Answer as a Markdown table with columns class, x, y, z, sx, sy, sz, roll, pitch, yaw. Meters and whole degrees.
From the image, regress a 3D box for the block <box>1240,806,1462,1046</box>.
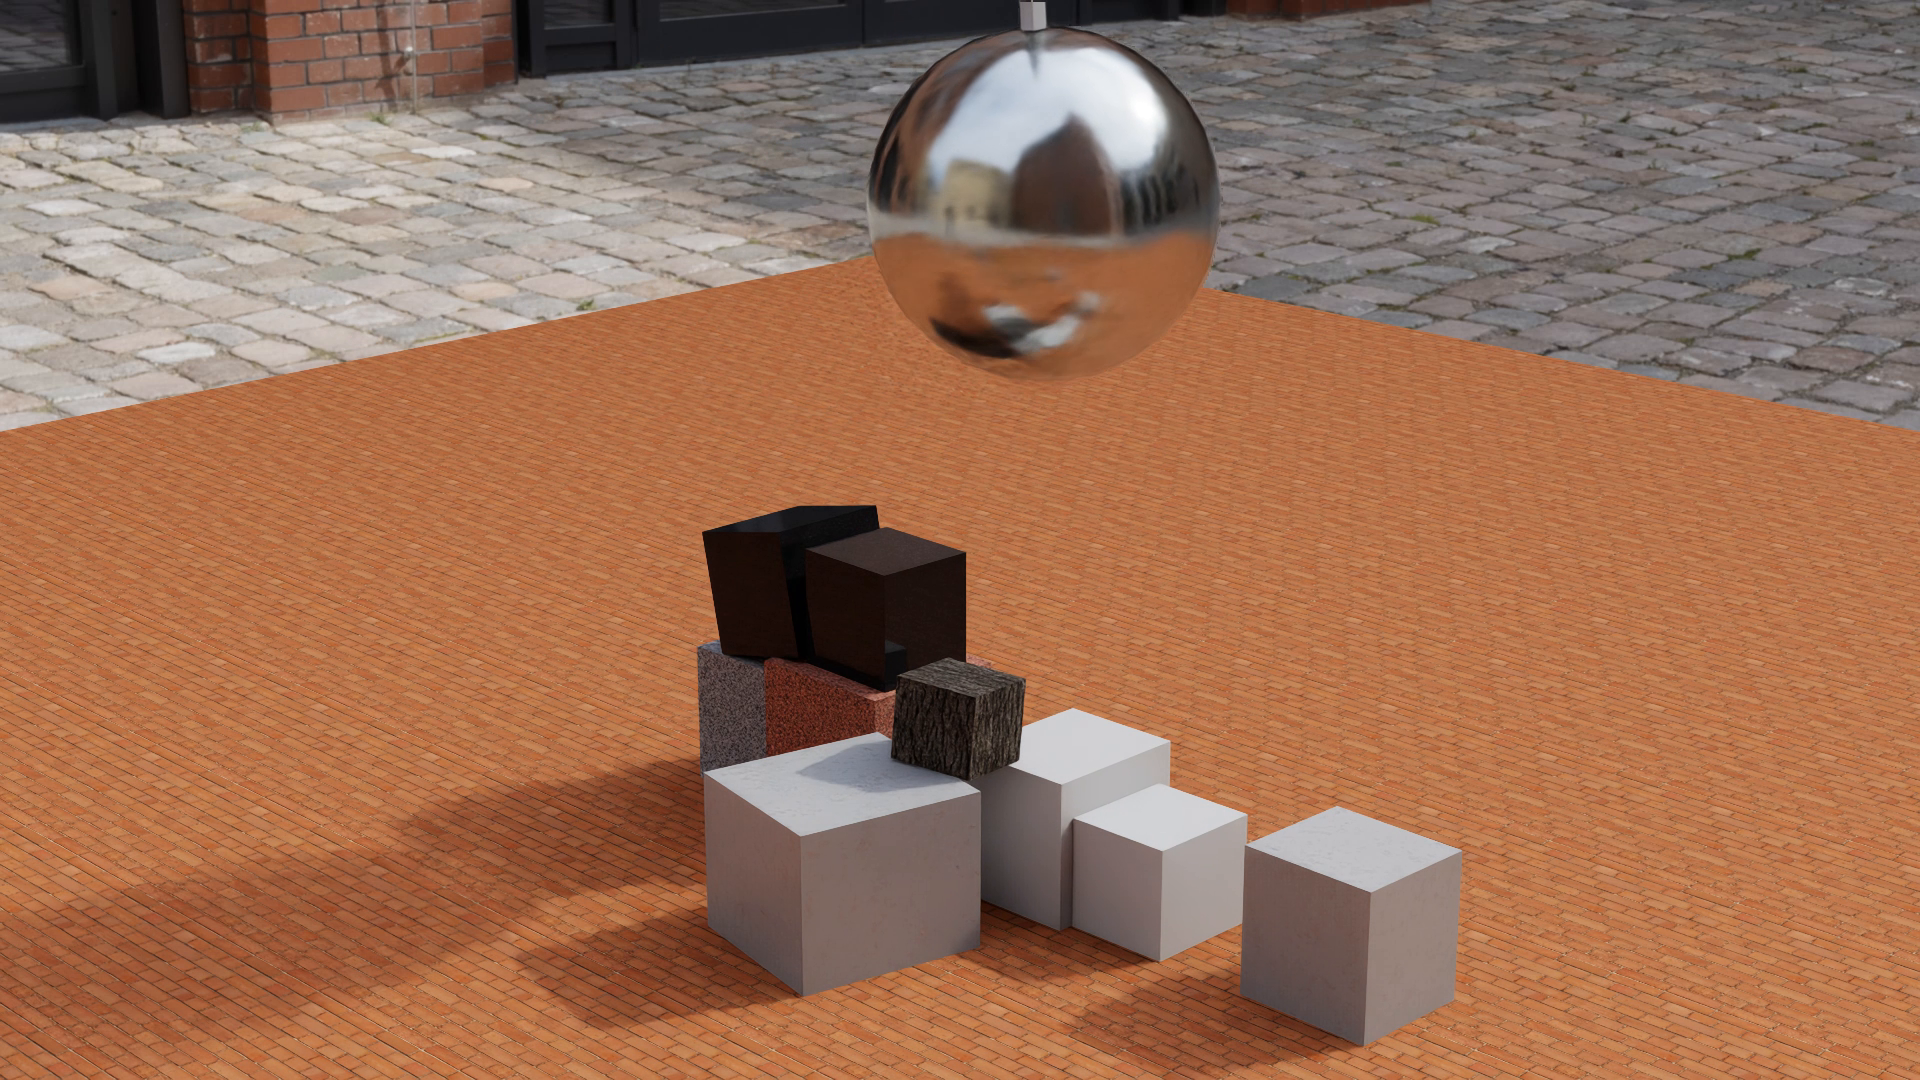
| class | x | y | z | sx | sy | sz | roll | pitch | yaw |
| --- | --- | --- | --- | --- | --- | --- | --- | --- | --- |
| block | 1.618 | 1.589 | 12.159 | 0.600 | 0.678 | 0.658 | -16 | 24 | -41 |

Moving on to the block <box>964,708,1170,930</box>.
| class | x | y | z | sx | sy | sz | roll | pitch | yaw |
| --- | --- | --- | --- | --- | --- | --- | --- | --- | --- |
| block | 0.480 | 1.248 | 13.219 | 0.595 | 0.693 | 0.723 | 16 | 24 | 42 |

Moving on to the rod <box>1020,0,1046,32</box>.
| class | x | y | z | sx | sy | sz | roll | pitch | yaw |
| --- | --- | --- | --- | --- | --- | --- | --- | --- | --- |
| rod | 0.163 | -4.683 | 12.041 | 0.080 | 5.200 | 0.080 | 17 | 29 | 42 |

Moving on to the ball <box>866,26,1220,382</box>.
| class | x | y | z | sx | sy | sz | roll | pitch | yaw |
| --- | --- | --- | --- | --- | --- | --- | --- | --- | --- |
| ball | 0.376 | -1.516 | 13.260 | 1.600 | 1.600 | 1.600 | 0 | 17 | 0 |

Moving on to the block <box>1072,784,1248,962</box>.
| class | x | y | z | sx | sy | sz | roll | pitch | yaw |
| --- | --- | --- | --- | --- | --- | --- | --- | --- | --- |
| block | 0.876 | 1.451 | 12.869 | 0.513 | 0.515 | 0.566 | 17 | 24 | 42 |

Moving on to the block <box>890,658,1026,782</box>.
| class | x | y | z | sx | sy | sz | roll | pitch | yaw |
| --- | --- | --- | --- | --- | --- | --- | --- | --- | --- |
| block | -0.006 | 0.781 | 12.843 | 0.416 | 0.378 | 0.395 | 14 | 17 | 32 |

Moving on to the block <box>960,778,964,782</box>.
| class | x | y | z | sx | sy | sz | roll | pitch | yaw |
| --- | --- | --- | --- | --- | --- | --- | --- | --- | --- |
| block | 0.070 | 1.198 | 13.619 | 0.517 | 0.548 | 0.518 | -17 | 24 | -42 |

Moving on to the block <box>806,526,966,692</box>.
| class | x | y | z | sx | sy | sz | roll | pitch | yaw |
| --- | --- | --- | --- | --- | --- | --- | --- | --- | --- |
| block | -0.348 | 0.320 | 13.784 | 0.513 | 0.568 | 0.555 | -16 | 23 | -41 |

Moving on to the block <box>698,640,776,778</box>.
| class | x | y | z | sx | sy | sz | roll | pitch | yaw |
| --- | --- | --- | --- | --- | --- | --- | --- | --- | --- |
| block | -0.858 | 0.842 | 14.513 | 0.651 | 0.691 | 0.572 | -17 | 24 | -42 |

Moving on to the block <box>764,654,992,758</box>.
| class | x | y | z | sx | sy | sz | roll | pitch | yaw |
| --- | --- | --- | --- | --- | --- | --- | --- | --- | --- |
| block | -0.391 | 0.947 | 14.035 | 0.752 | 0.778 | 0.770 | -16 | 24 | -42 |

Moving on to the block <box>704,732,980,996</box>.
| class | x | y | z | sx | sy | sz | roll | pitch | yaw |
| --- | --- | --- | --- | --- | --- | --- | --- | --- | --- |
| block | -0.512 | 1.387 | 12.719 | 0.887 | 0.727 | 0.839 | -11 | 21 | -31 |

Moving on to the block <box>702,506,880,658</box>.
| class | x | y | z | sx | sy | sz | roll | pitch | yaw |
| --- | --- | --- | --- | --- | --- | --- | --- | --- | --- |
| block | -0.781 | 0.194 | 14.224 | 0.626 | 0.608 | 0.580 | -16 | 11 | -42 |
